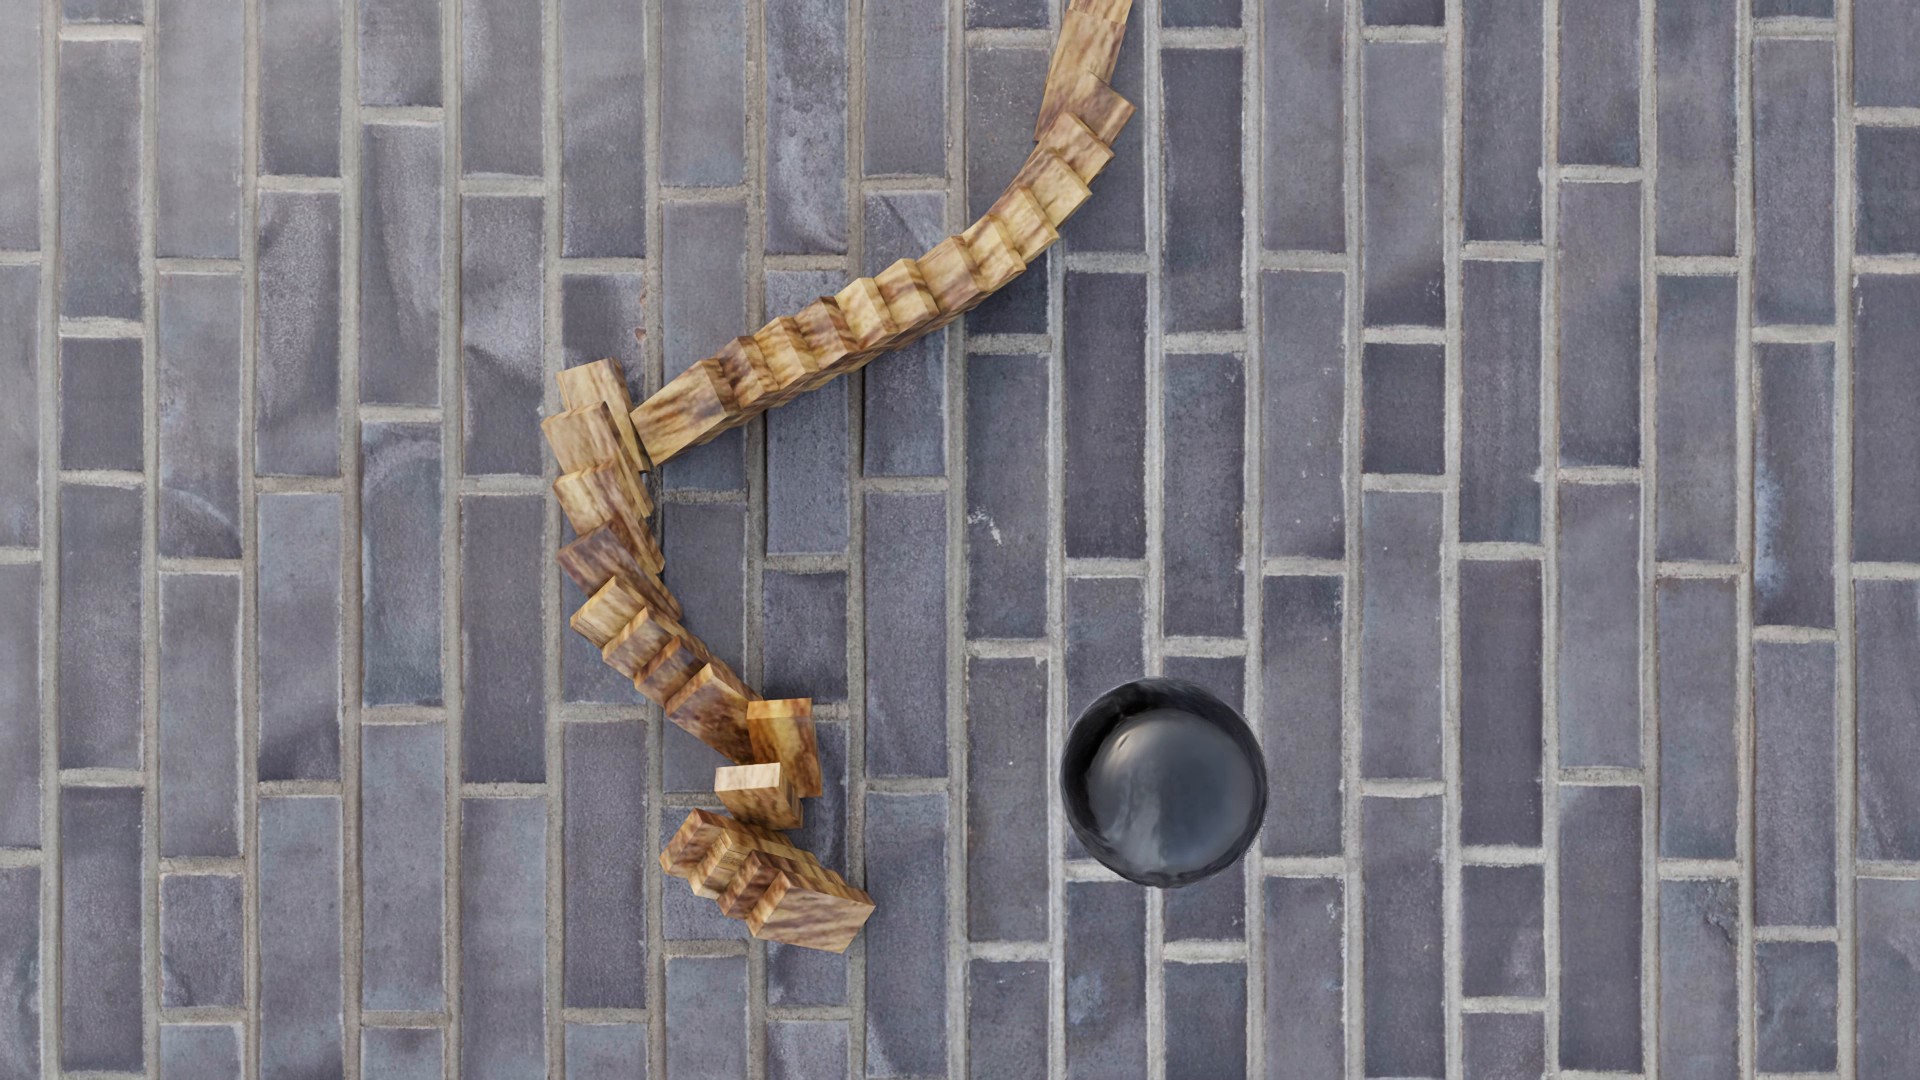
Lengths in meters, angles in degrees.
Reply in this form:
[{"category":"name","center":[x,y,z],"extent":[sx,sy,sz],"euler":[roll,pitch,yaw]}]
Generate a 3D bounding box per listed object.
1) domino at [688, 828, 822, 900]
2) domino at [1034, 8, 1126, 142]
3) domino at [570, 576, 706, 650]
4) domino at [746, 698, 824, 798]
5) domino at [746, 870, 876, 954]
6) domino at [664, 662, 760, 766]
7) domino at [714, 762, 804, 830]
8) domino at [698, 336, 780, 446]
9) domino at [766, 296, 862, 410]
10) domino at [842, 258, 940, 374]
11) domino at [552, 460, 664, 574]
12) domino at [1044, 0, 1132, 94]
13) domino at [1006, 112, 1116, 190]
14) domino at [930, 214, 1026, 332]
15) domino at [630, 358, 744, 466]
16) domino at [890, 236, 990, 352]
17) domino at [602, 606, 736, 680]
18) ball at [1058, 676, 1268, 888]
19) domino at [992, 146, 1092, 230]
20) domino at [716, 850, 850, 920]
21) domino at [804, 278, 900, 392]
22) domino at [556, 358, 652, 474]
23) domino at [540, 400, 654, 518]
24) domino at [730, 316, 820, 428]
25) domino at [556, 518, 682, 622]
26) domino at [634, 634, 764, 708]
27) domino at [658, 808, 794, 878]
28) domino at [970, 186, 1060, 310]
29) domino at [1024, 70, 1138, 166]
[{"category":"domino","center":[-0.084,0.138,0.380],"extent":[0.050,0.010,0.025],"euler":[35,90,-42]},{"category":"domino","center":[0.050,-0.191,0.385],"extent":[0.025,0.009,0.050],"euler":[16,115,1]},{"category":"domino","center":[-0.134,0.040,0.383],"extent":[0.025,0.009,0.050],"euler":[-44,121,0]},{"category":"domino","center":[-0.072,0.087,0.381],"extent":[0.025,0.010,0.050],"euler":[-3,126,-3]},{"category":"domino","center":[-0.061,0.155,0.380],"extent":[0.050,0.010,0.025],"euler":[35,90,-42]},{"category":"domino","center":[-0.095,0.075,0.382],"extent":[0.025,0.009,0.050],"euler":[-43,126,0]},{"category":"domino","center":[-0.082,0.107,0.377],"extent":[0.025,0.050,0.010],"euler":[-5,55,0]},{"category":"domino","center":[-0.100,-0.062,0.383],"extent":[0.050,0.009,0.025],"euler":[-27,90,33]},{"category":"domino","center":[-0.067,-0.078,0.382],"extent":[0.050,0.010,0.025],"euler":[-27,90,32]},{"category":"domino","center":[-0.035,-0.093,0.383],"extent":[0.050,0.010,0.025],"euler":[-26,90,31]},{"category":"domino","center":[-0.147,-0.006,0.384],"extent":[0.025,0.009,0.050],"euler":[-17,117,1]},{"category":"domino","center":[0.056,-0.215,0.395],"extent":[0.025,0.010,0.050],"euler":[18,90,0]},{"category":"domino","center":[0.038,-0.148,0.382],"extent":[0.025,0.010,0.050],"euler":[45,124,0]},{"category":"domino","center":[0.001,-0.110,0.382],"extent":[0.050,0.010,0.025],"euler":[-27,93,34]},{"category":"domino","center":[-0.115,-0.053,0.382],"extent":[0.050,0.010,0.025],"euler":[-25,91,33]},{"category":"domino","center":[-0.014,-0.102,0.382],"extent":[0.050,0.009,0.025],"euler":[-26,93,34]},{"category":"domino","center":[-0.120,0.052,0.382],"extent":[0.025,0.010,0.050],"euler":[-44,124,0]},{"category":"ball","center":[0.079,0.094,0.360],"extent":[0.080,0.080,0.080],"euler":[0,90,0]},{"category":"domino","center":[0.028,-0.135,0.382],"extent":[0.025,0.010,0.050],"euler":[49,124,-2]},{"category":"domino","center":[-0.073,0.146,0.380],"extent":[0.050,0.010,0.025],"euler":[35,90,-42]},{"category":"domino","center":[-0.051,-0.085,0.383],"extent":[0.050,0.010,0.025],"euler":[-26,90,32]},{"category":"domino","center":[-0.154,-0.051,0.395],"extent":[0.025,0.009,0.050],"euler":[-16,90,0]},{"category":"domino","center":[-0.151,-0.030,0.383],"extent":[0.025,0.009,0.050],"euler":[-16,117,0]},{"category":"domino","center":[-0.084,-0.070,0.383],"extent":[0.050,0.010,0.025],"euler":[-27,90,32]},{"category":"domino","center":[-0.142,0.019,0.385],"extent":[0.025,0.009,0.050],"euler":[-31,116,0]},{"category":"domino","center":[-0.108,0.064,0.382],"extent":[0.025,0.010,0.050],"euler":[-43,124,0]},{"category":"domino","center":[-0.096,0.130,0.380],"extent":[0.050,0.010,0.025],"euler":[35,90,-42]},{"category":"domino","center":[0.014,-0.121,0.382],"extent":[0.050,0.010,0.025],"euler":[-32,91,34]},{"category":"domino","center":[0.048,-0.166,0.383],"extent":[0.025,0.010,0.050],"euler":[38,120,0]}]
